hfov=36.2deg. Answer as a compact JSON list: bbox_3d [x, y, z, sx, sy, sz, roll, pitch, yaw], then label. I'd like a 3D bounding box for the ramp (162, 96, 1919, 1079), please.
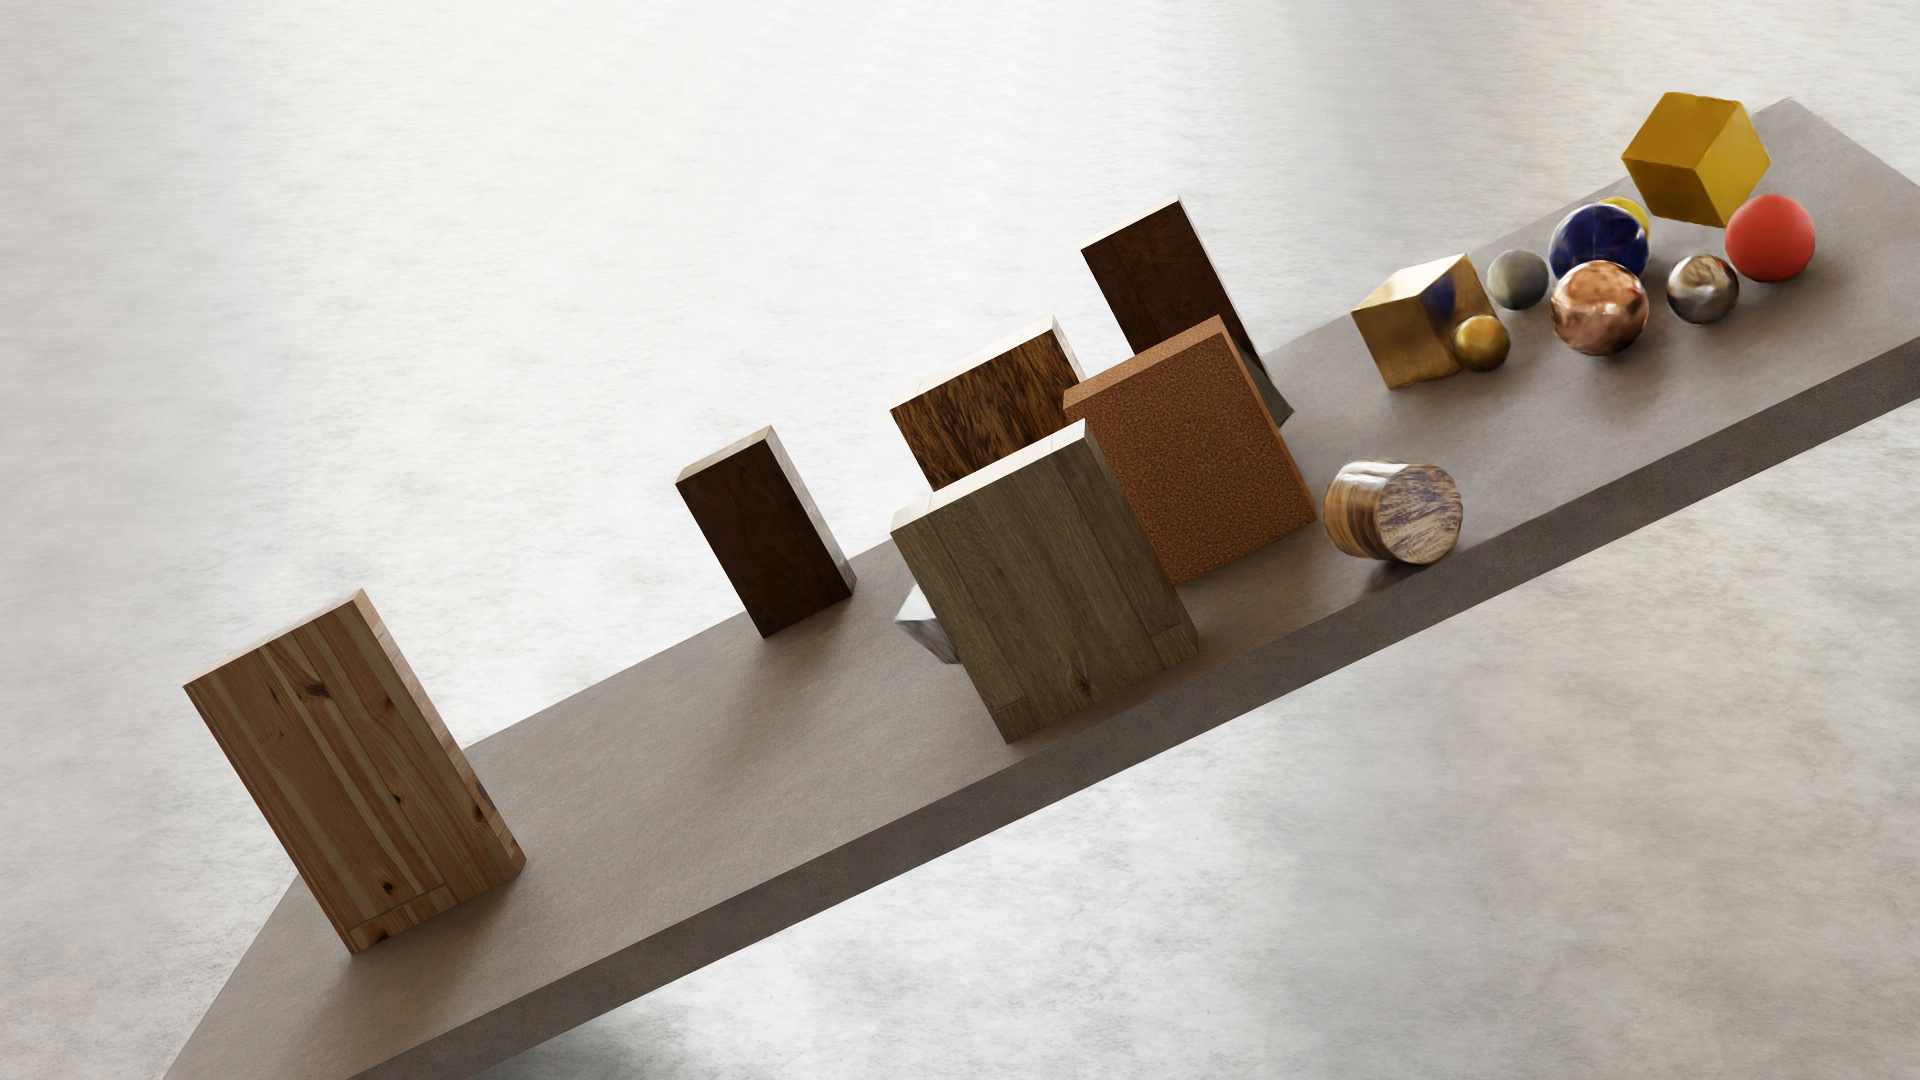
[{"bbox_3d":[0.140,0.167,6.281,4.000,0.100,2.000,-26,14,10],"label":"ramp"}]

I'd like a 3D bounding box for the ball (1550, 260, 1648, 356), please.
[{"bbox_3d":[1.245,-0.451,5.728,0.187,0.187,0.187,0,17,0],"label":"ball"}]

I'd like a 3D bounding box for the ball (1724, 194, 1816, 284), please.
[{"bbox_3d":[1.548,-0.575,5.620,0.169,0.169,0.169,0,17,0],"label":"ball"}]

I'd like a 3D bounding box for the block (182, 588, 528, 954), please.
[{"bbox_3d":[-1.277,0.495,6.229,0.422,0.688,0.081,-26,14,10],"label":"block"}]

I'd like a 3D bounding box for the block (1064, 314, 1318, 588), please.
[{"bbox_3d":[0.452,-0.168,5.776,0.340,0.422,0.149,-26,14,10],"label":"block"}]

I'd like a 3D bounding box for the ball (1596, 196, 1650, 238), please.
[{"bbox_3d":[1.400,-0.662,6.278,0.141,0.141,0.141,0,17,0],"label":"ball"}]

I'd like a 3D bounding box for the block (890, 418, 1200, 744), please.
[{"bbox_3d":[0.157,0.078,5.394,0.394,0.460,0.129,-26,14,10],"label":"block"}]

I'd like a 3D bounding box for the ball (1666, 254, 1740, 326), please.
[{"bbox_3d":[1.414,-0.476,5.599,0.135,0.135,0.135,0,17,0],"label":"ball"}]

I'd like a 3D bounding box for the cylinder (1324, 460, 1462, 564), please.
[{"bbox_3d":[0.769,-0.051,5.228,0.177,0.177,0.177,-8,7,-24],"label":"cylinder"}]

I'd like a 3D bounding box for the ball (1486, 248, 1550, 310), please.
[{"bbox_3d":[1.199,-0.560,6.322,0.133,0.133,0.133,0,17,0],"label":"ball"}]

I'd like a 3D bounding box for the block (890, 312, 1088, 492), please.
[{"bbox_3d":[0.134,-0.184,6.358,0.390,0.468,0.150,-26,14,10],"label":"block"}]

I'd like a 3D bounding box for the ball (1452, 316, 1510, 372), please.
[{"bbox_3d":[1.072,-0.404,6.045,0.117,0.117,0.117,0,17,0],"label":"ball"}]

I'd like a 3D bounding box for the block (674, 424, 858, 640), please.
[{"bbox_3d":[-0.459,-0.020,7.005,0.244,0.432,0.133,-26,14,10],"label":"block"}]

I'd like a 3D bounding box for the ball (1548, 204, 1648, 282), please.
[{"bbox_3d":[1.318,-0.594,6.069,0.201,0.201,0.201,0,17,0],"label":"ball"}]

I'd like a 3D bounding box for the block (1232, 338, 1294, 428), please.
[{"bbox_3d":[0.538,-0.260,6.149,0.199,0.199,0.199,-38,-5,-15],"label":"block"}]

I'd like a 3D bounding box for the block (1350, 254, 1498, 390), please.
[{"bbox_3d":[0.994,-0.465,6.257,0.192,0.192,0.192,-39,17,-36],"label":"block"}]

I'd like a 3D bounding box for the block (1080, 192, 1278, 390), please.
[{"bbox_3d":[0.498,-0.487,6.614,0.245,0.523,0.090,-26,14,10],"label":"block"}]

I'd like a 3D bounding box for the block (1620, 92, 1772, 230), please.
[{"bbox_3d":[1.491,-0.770,5.956,0.181,0.181,0.181,19,67,47],"label":"block"}]

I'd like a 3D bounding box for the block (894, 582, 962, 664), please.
[{"bbox_3d":[-0.003,0.145,6.005,0.155,0.155,0.155,-6,49,58],"label":"block"}]
